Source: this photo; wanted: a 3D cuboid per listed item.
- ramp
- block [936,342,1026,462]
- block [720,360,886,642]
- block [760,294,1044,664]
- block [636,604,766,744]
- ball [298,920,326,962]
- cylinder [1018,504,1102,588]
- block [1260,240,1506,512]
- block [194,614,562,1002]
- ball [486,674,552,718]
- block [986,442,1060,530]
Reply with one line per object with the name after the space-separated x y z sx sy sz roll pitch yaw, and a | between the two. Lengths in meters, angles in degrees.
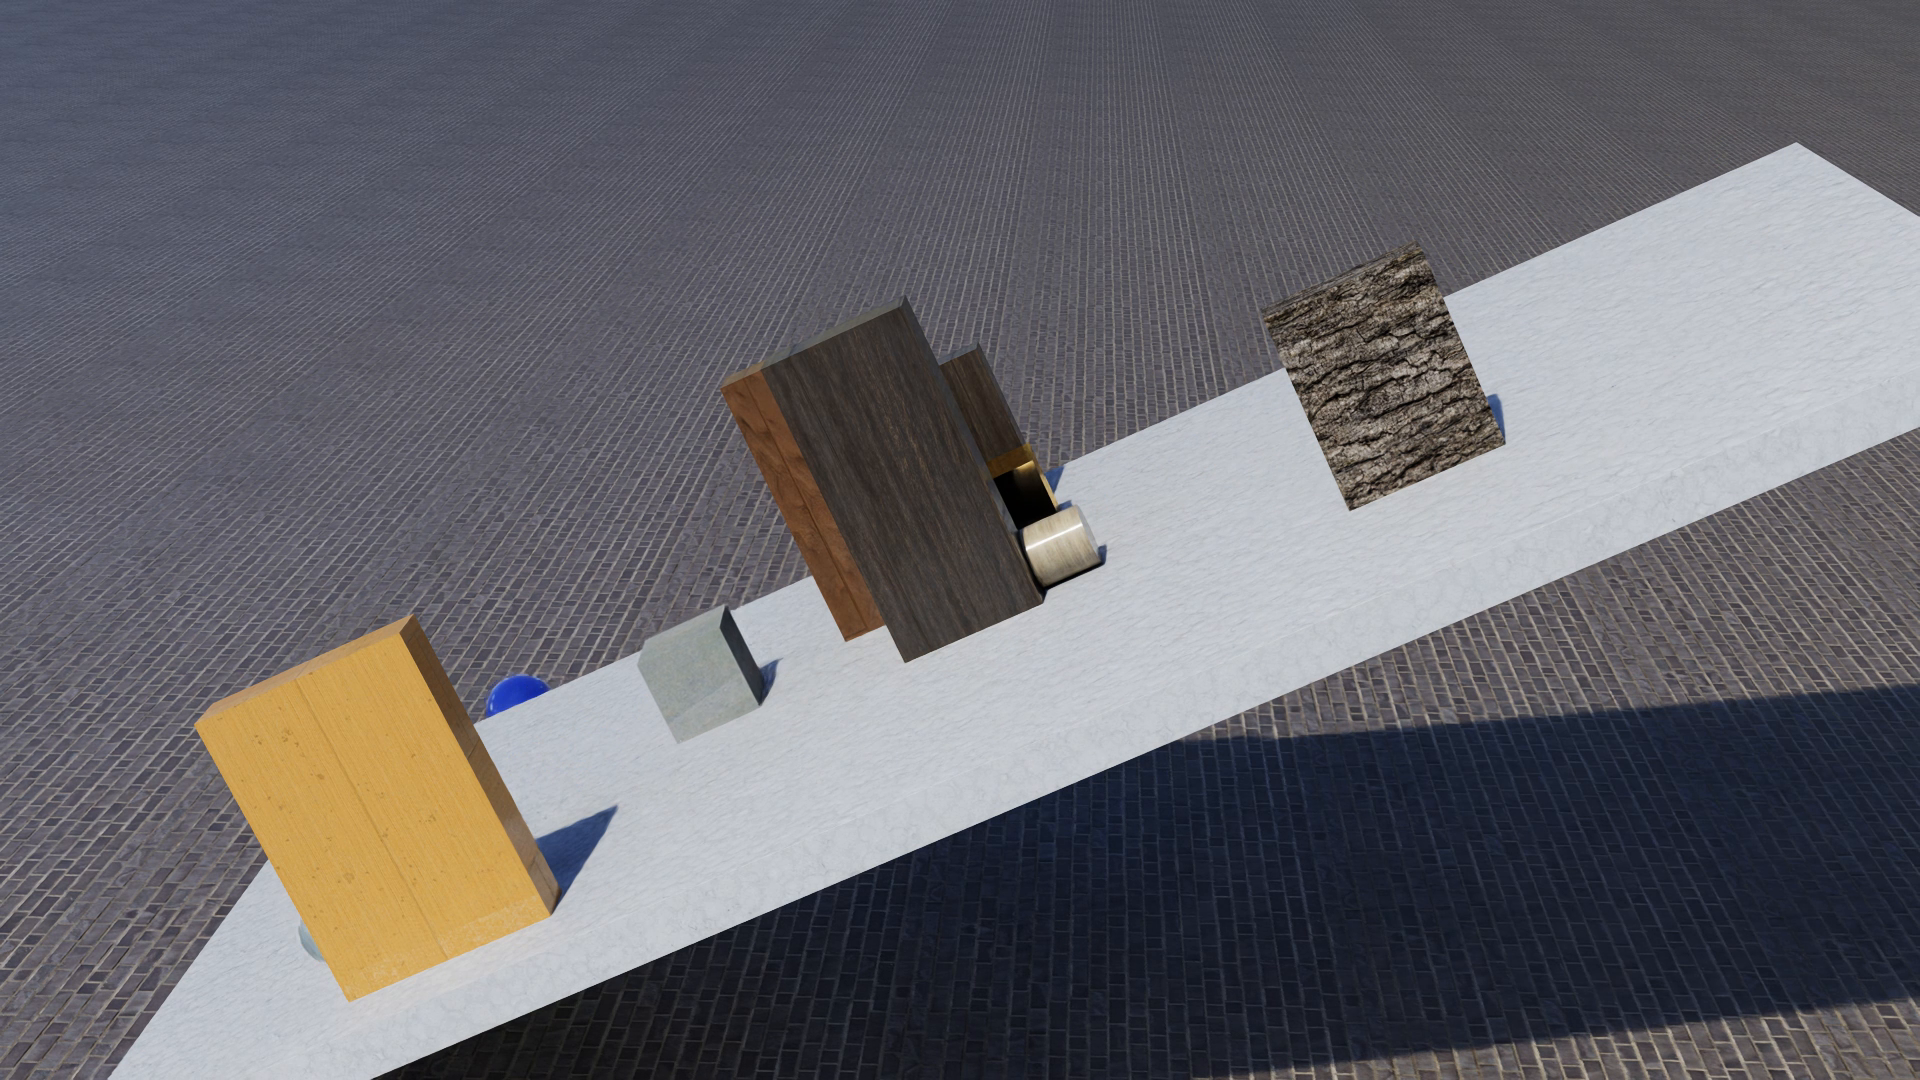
0.135 0.169 6.283 4.000 0.100 2.000 -24 13 9 | ramp
-0.075 -0.187 6.933 0.445 0.410 0.091 -24 13 9 | block
-0.229 -0.136 6.519 0.350 0.636 0.116 -24 13 9 | block
-0.115 -0.125 6.136 0.320 0.693 0.124 -24 13 9 | block
-0.566 0.293 6.454 0.199 0.199 0.199 -24 13 6 | block
-1.276 0.794 5.979 0.133 0.133 0.133 0 16 0 | ball
0.212 0.013 6.224 0.135 0.135 0.135 -24 14 8 | cylinder
0.824 -0.319 5.731 0.329 0.423 0.099 -24 13 9 | block
-1.113 0.518 5.656 0.443 0.624 0.124 -24 13 9 | block
-1.211 0.472 8.140 0.201 0.201 0.201 0 16 0 | ball
0.113 -0.075 6.628 0.192 0.192 0.192 -25 13 5 | block
